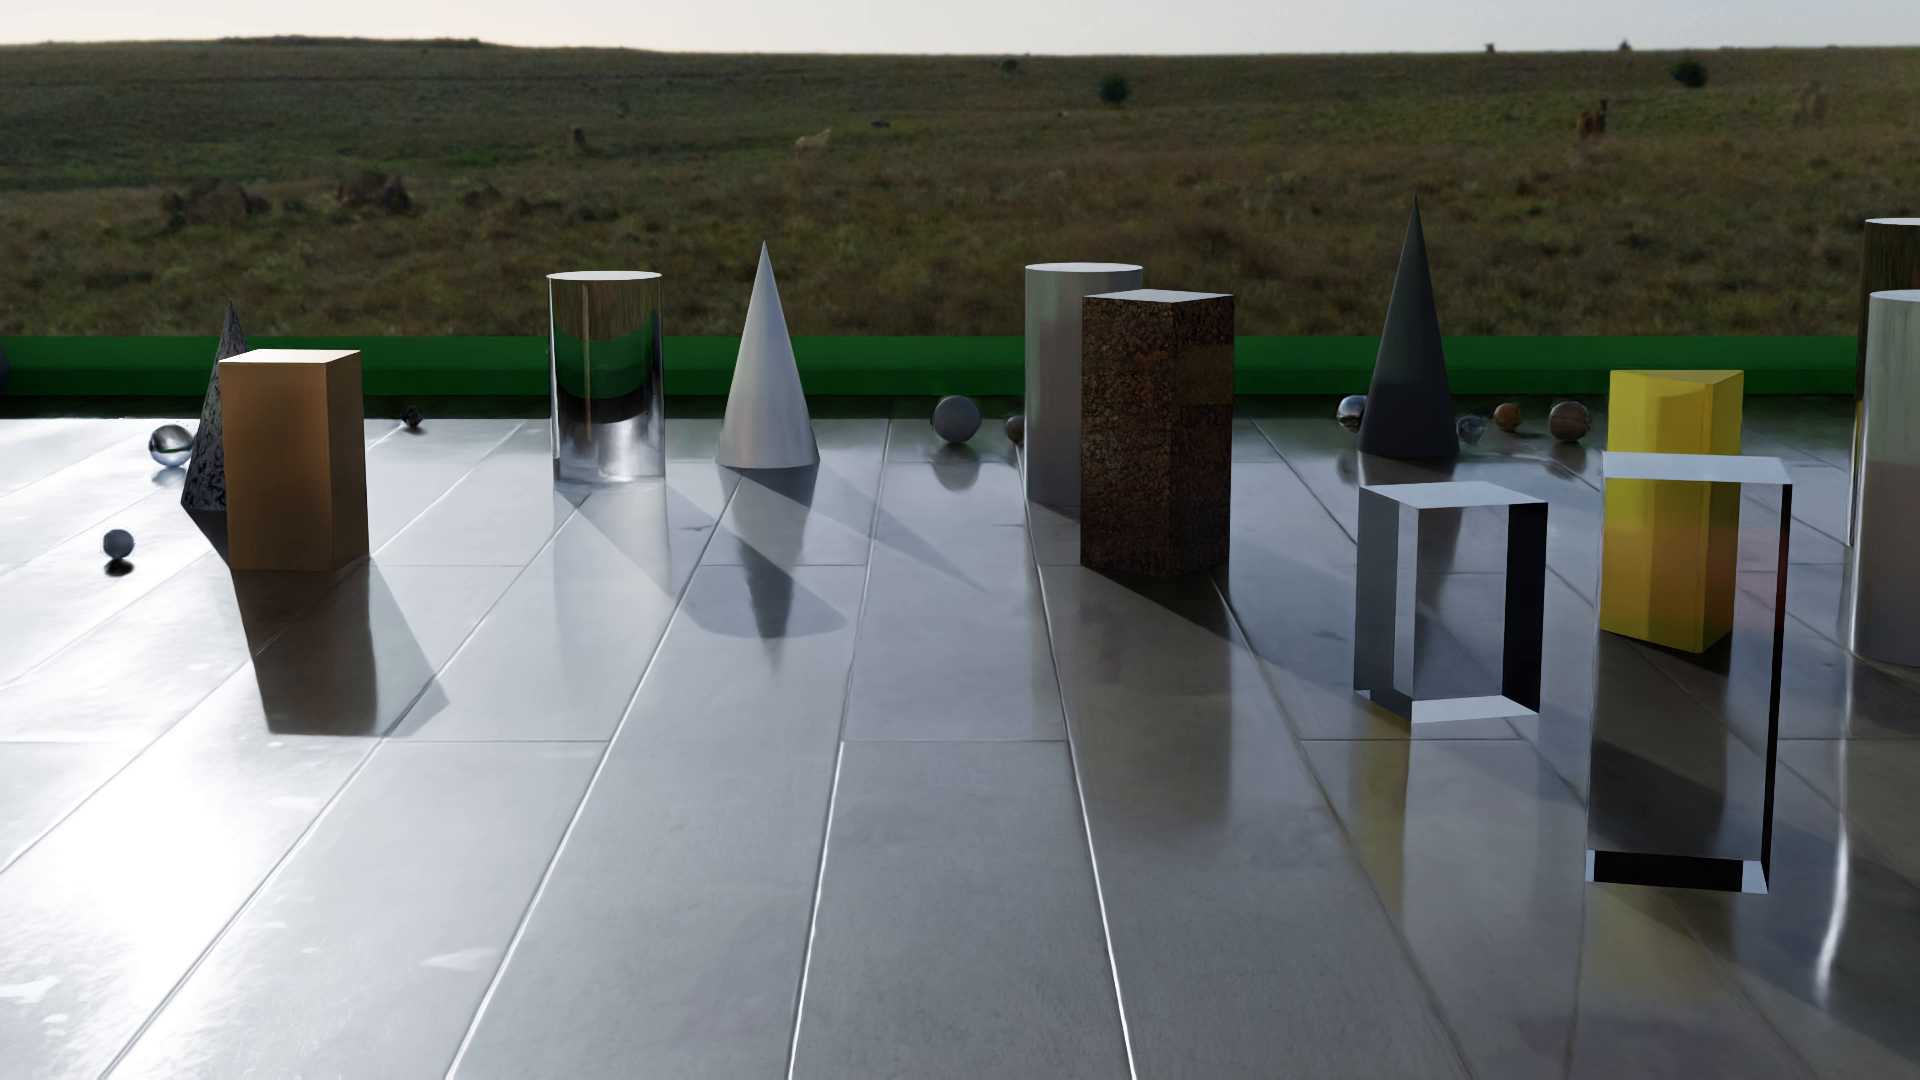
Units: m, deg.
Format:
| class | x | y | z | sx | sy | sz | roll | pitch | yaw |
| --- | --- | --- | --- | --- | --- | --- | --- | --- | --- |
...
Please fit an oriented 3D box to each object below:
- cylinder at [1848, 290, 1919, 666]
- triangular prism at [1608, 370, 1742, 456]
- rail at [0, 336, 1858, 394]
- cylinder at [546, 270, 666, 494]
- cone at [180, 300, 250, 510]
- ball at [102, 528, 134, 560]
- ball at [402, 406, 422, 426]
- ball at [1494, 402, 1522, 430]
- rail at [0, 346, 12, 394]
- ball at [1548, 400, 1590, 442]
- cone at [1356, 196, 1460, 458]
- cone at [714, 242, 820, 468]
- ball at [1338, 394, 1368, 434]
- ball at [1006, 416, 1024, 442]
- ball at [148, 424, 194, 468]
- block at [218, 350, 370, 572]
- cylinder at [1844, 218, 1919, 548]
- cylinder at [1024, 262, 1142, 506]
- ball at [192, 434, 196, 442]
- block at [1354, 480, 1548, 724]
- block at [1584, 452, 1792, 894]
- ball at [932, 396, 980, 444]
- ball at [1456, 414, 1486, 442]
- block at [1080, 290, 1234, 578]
| class | x | y | z | sx | sy | sz | roll | pitch | yaw |
| --- | --- | --- | --- | --- | --- | --- | --- | --- | --- |
| cylinder | 1.222 | -0.080 | 3.192 | 0.198 | 0.446 | 0.198 | 0 | 10 | 0 |
| triangular prism | 0.960 | -0.052 | 3.355 | 0.149 | 0.332 | 0.171 | -6 | 12 | -30 |
| rail | -0.013 | -0.387 | 5.716 | 4.268 | 0.129 | 0.045 | 0 | 10 | 0 |
| cylinder | -0.617 | -0.278 | 4.483 | 0.198 | 0.367 | 0.198 | 0 | 10 | 0 |
| cone | -1.219 | -0.236 | 4.317 | 0.198 | 0.345 | 0.198 | 0 | 10 | 0 |
| ball | -1.257 | 0.005 | 3.829 | 0.047 | 0.047 | 0.047 | 0 | 10 | 0 |
| ball | -1.118 | -0.253 | 5.236 | 0.042 | 0.042 | 0.042 | 0 | 10 | 0 |
| ball | 1.107 | -0.249 | 5.180 | 0.055 | 0.055 | 0.055 | 0 | 10 | 0 |
| rail | -2.110 | 0.035 | 3.437 | 0.045 | 0.129 | 4.660 | 0 | 10 | 0 |
| ball | 1.191 | -0.231 | 5.014 | 0.081 | 0.081 | 0.081 | 0 | 10 | 0 |
| cone | 0.860 | -0.415 | 4.883 | 0.198 | 0.489 | 0.198 | 0 | 10 | 0 |
| cone | -0.360 | -0.351 | 4.755 | 0.198 | 0.412 | 0.198 | 0 | 10 | 0 |
| ball | 0.776 | -0.246 | 5.016 | 0.077 | 0.077 | 0.077 | 0 | 10 | 0 |
| ball | 0.114 | -0.216 | 5.012 | 0.052 | 0.052 | 0.052 | 0 | 10 | 0 |
| ball | -1.444 | -0.173 | 4.697 | 0.081 | 0.081 | 0.081 | 0 | 10 | 0 |
| block | -0.983 | -0.120 | 3.798 | 0.158 | 0.306 | 0.158 | 1 | 11 | 5 |
| cylinder | 1.464 | -0.235 | 3.897 | 0.198 | 0.494 | 0.198 | 0 | 10 | 0 |
| cylinder | 0.209 | -0.267 | 4.356 | 0.198 | 0.391 | 0.198 | 0 | 10 | 0 |
| ball | -1.436 | -0.183 | 4.859 | 0.042 | 0.042 | 0.042 | 0 | 10 | 0 |
| block | 0.561 | 0.068 | 2.949 | 0.158 | 0.244 | 0.158 | -3 | 11 | -15 |
| block | 0.661 | 0.116 | 2.344 | 0.158 | 0.370 | 0.158 | 2 | 11 | 13 |
| ball | -0.006 | -0.235 | 5.002 | 0.093 | 0.093 | 0.093 | 0 | 10 | 0 |
| ball | 0.997 | -0.217 | 5.008 | 0.056 | 0.056 | 0.056 | 0 | 10 | 0 |
| block | 0.289 | -0.161 | 3.768 | 0.158 | 0.396 | 0.158 | 8 | 13 | 38 |
